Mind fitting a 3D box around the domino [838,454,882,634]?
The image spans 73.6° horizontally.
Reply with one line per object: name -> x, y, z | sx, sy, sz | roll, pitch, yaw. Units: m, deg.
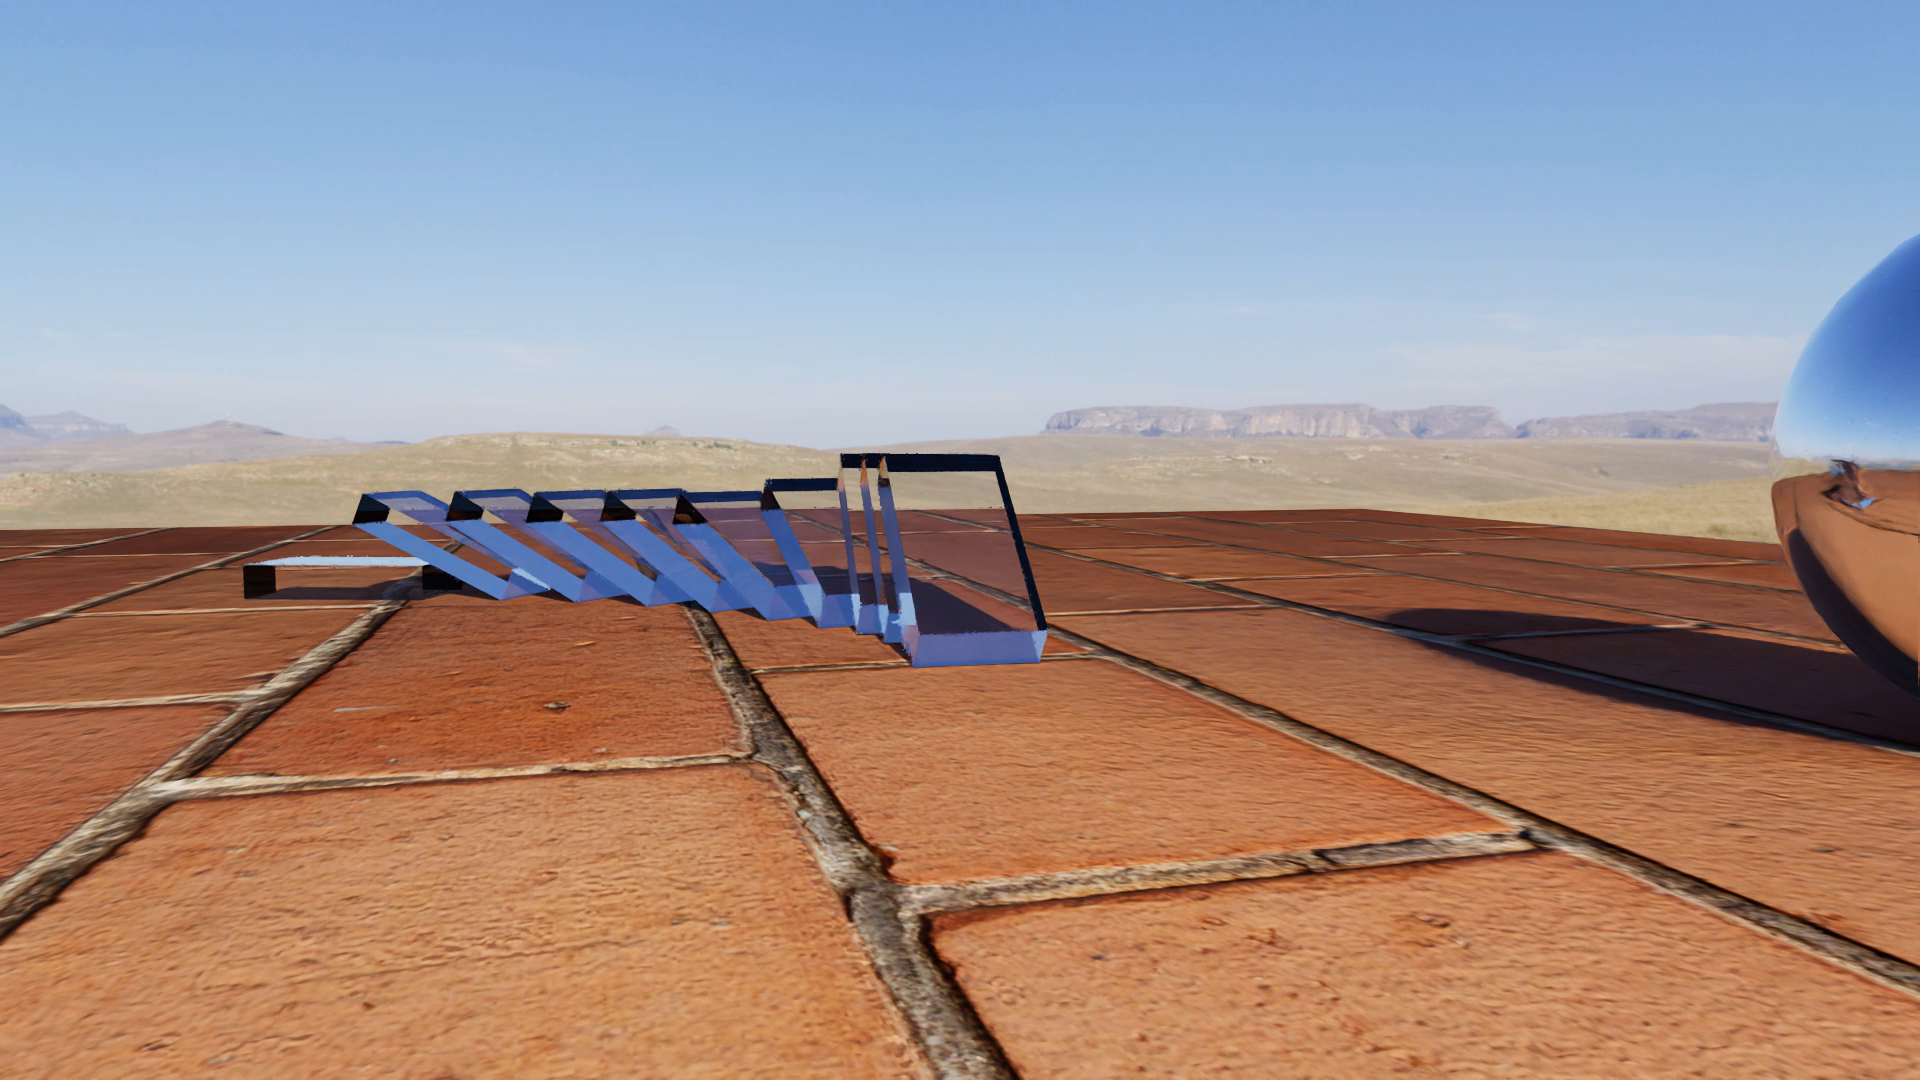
domino -> -0.014, 0.000, 0.303 | 0.025, 0.009, 0.050 | 0, 45, -12

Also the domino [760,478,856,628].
domino -> -0.030, 0.002, 0.318 | 0.025, 0.009, 0.050 | -2, 35, -26

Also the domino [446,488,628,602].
domino -> -0.117, 0.001, 0.362 | 0.050, 0.010, 0.025 | 28, 14, 19

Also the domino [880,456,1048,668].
domino -> 0.000, 0.003, 0.261 | 0.025, 0.010, 0.050 | -1, 46, -13

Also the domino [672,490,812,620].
domino -> -0.051, 0.003, 0.331 | 0.025, 0.010, 0.050 | -4, 30, -42

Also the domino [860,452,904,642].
domino -> -0.007, 0.001, 0.289 | 0.025, 0.010, 0.050 | 0, 45, -13

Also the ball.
ball -> 0.157, -0.011, 0.174 | 0.080, 0.080, 0.080 | 0, 4, 0

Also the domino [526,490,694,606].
domino -> -0.093, 0.001, 0.355 | 0.050, 0.010, 0.025 | 30, 18, 26

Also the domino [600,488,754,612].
domino -> -0.071, 0.002, 0.345 | 0.050, 0.009, 0.025 | 33, 23, 32

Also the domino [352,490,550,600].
domino -> -0.143, 0.001, 0.365 | 0.050, 0.009, 0.025 | 25, 9, 10

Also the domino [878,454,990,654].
domino -> -0.002, 0.002, 0.276 | 0.025, 0.009, 0.050 | 0, 45, -13

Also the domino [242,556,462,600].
domino -> -0.171, 0.011, 0.363 | 0.050, 0.009, 0.025 | 0, 4, 3
